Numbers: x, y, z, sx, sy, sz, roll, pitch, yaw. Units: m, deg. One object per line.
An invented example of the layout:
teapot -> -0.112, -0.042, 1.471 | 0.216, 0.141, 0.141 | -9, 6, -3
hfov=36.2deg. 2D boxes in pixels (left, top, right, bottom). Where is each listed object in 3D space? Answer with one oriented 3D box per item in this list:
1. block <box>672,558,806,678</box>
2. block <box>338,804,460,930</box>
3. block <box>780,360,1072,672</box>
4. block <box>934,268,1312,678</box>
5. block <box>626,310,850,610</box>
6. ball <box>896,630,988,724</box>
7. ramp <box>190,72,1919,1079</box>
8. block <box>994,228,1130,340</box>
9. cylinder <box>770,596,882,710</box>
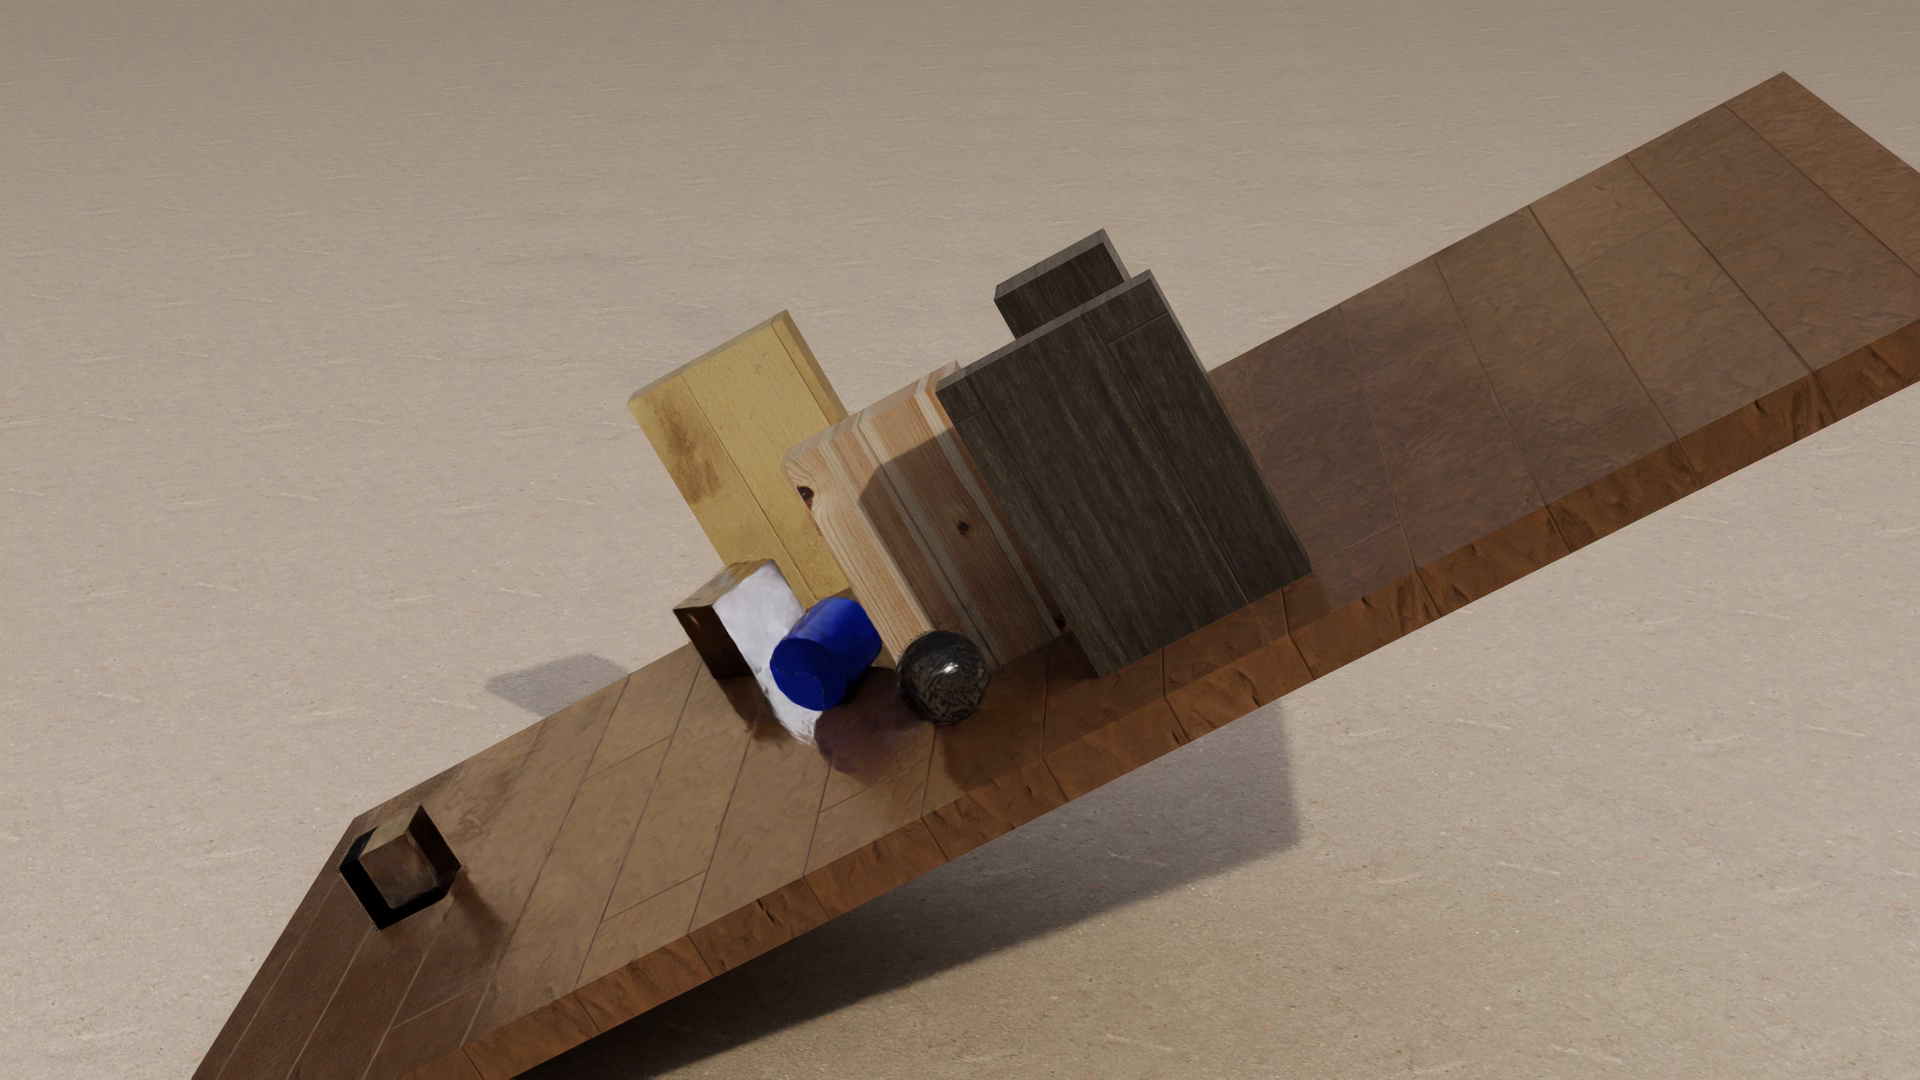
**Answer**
block -> -0.508, 0.185, 6.913 | 0.199, 0.199, 0.199 | -38, 16, -29
block -> -1.253, 0.732, 6.588 | 0.172, 0.172, 0.172 | -28, 14, 11
block -> -0.042, -0.012, 5.894 | 0.393, 0.571, 0.128 | -27, 14, 11
block -> 0.304, -0.117, 5.437 | 0.445, 0.631, 0.081 | -27, 14, 11
block -> -0.442, -0.164, 7.055 | 0.429, 0.649, 0.103 | -27, 14, 11
ball -> -0.035, 0.267, 5.724 | 0.181, 0.181, 0.181 | 0, 18, 0
ramp -> 0.142, 0.167, 6.283 | 4.000, 0.100, 2.000 | -27, 14, 11
block -> 0.326, -0.364, 6.402 | 0.266, 0.550, 0.144 | -27, 14, 11
cylinder -> -0.286, 0.243, 6.304 | 0.180, 0.180, 0.180 | 8, 31, 23
